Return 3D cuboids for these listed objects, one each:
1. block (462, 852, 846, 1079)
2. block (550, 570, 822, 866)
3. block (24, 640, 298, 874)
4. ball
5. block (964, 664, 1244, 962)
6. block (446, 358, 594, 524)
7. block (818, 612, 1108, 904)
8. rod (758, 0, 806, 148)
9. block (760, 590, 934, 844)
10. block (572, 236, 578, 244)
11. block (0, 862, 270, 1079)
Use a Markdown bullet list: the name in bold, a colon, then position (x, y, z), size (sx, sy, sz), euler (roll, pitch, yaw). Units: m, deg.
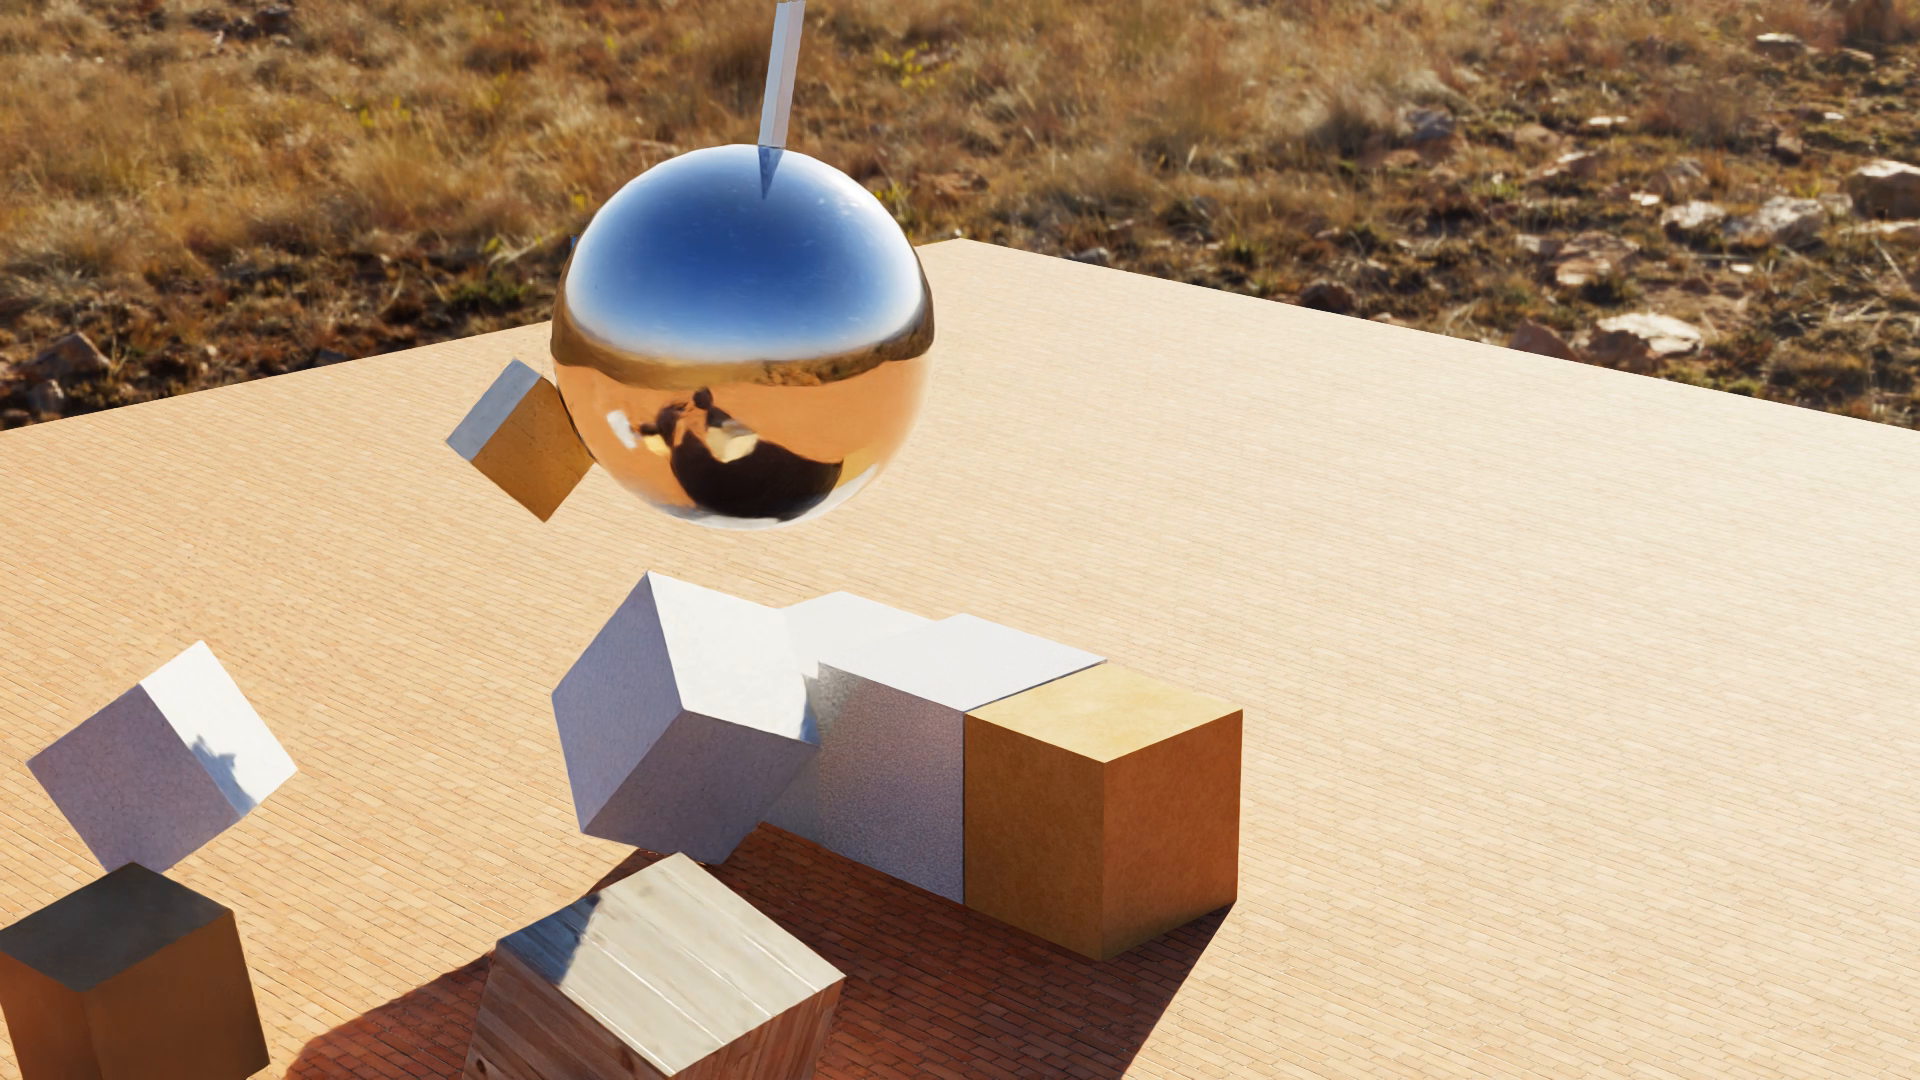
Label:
- **block**: position (-1.127, 1.861, 10.438), size (0.821, 0.968, 0.939), euler (33, 32, 25)
- **block**: position (-1.257, 0.819, 13.351), size (0.746, 0.868, 0.847), euler (18, 36, -35)
- **block**: position (-3.261, 0.928, 12.021), size (0.621, 0.675, 0.642), euler (-33, 7, 14)
- **ball**: position (-0.892, -0.833, 12.145), size (1.600, 1.600, 1.600), euler (0, 17, 0)
- **block**: position (0.634, 1.190, 13.023), size (0.826, 0.921, 0.908), euler (17, 24, 42)
- **block**: position (-1.954, -0.456, 13.316), size (0.455, 0.504, 0.461), euler (41, -5, -27)
- **block**: position (0.014, 0.993, 13.641), size (0.930, 0.926, 0.959), euler (16, 24, 42)
- **rod**: position (-0.387, -4.155, 11.630), size (0.080, 5.200, 0.080), euler (17, 12, 42)
- **block**: position (-0.627, 0.844, 14.276), size (0.957, 0.830, 0.877), euler (-17, 24, -42)
- **block**: position (-1.613, -1.081, 14.090), size (0.477, 0.536, 0.578), euler (-2, 39, -3)
- **block**: position (-3.208, 1.786, 11.311), size (0.681, 0.708, 0.677), euler (15, 32, 40)
